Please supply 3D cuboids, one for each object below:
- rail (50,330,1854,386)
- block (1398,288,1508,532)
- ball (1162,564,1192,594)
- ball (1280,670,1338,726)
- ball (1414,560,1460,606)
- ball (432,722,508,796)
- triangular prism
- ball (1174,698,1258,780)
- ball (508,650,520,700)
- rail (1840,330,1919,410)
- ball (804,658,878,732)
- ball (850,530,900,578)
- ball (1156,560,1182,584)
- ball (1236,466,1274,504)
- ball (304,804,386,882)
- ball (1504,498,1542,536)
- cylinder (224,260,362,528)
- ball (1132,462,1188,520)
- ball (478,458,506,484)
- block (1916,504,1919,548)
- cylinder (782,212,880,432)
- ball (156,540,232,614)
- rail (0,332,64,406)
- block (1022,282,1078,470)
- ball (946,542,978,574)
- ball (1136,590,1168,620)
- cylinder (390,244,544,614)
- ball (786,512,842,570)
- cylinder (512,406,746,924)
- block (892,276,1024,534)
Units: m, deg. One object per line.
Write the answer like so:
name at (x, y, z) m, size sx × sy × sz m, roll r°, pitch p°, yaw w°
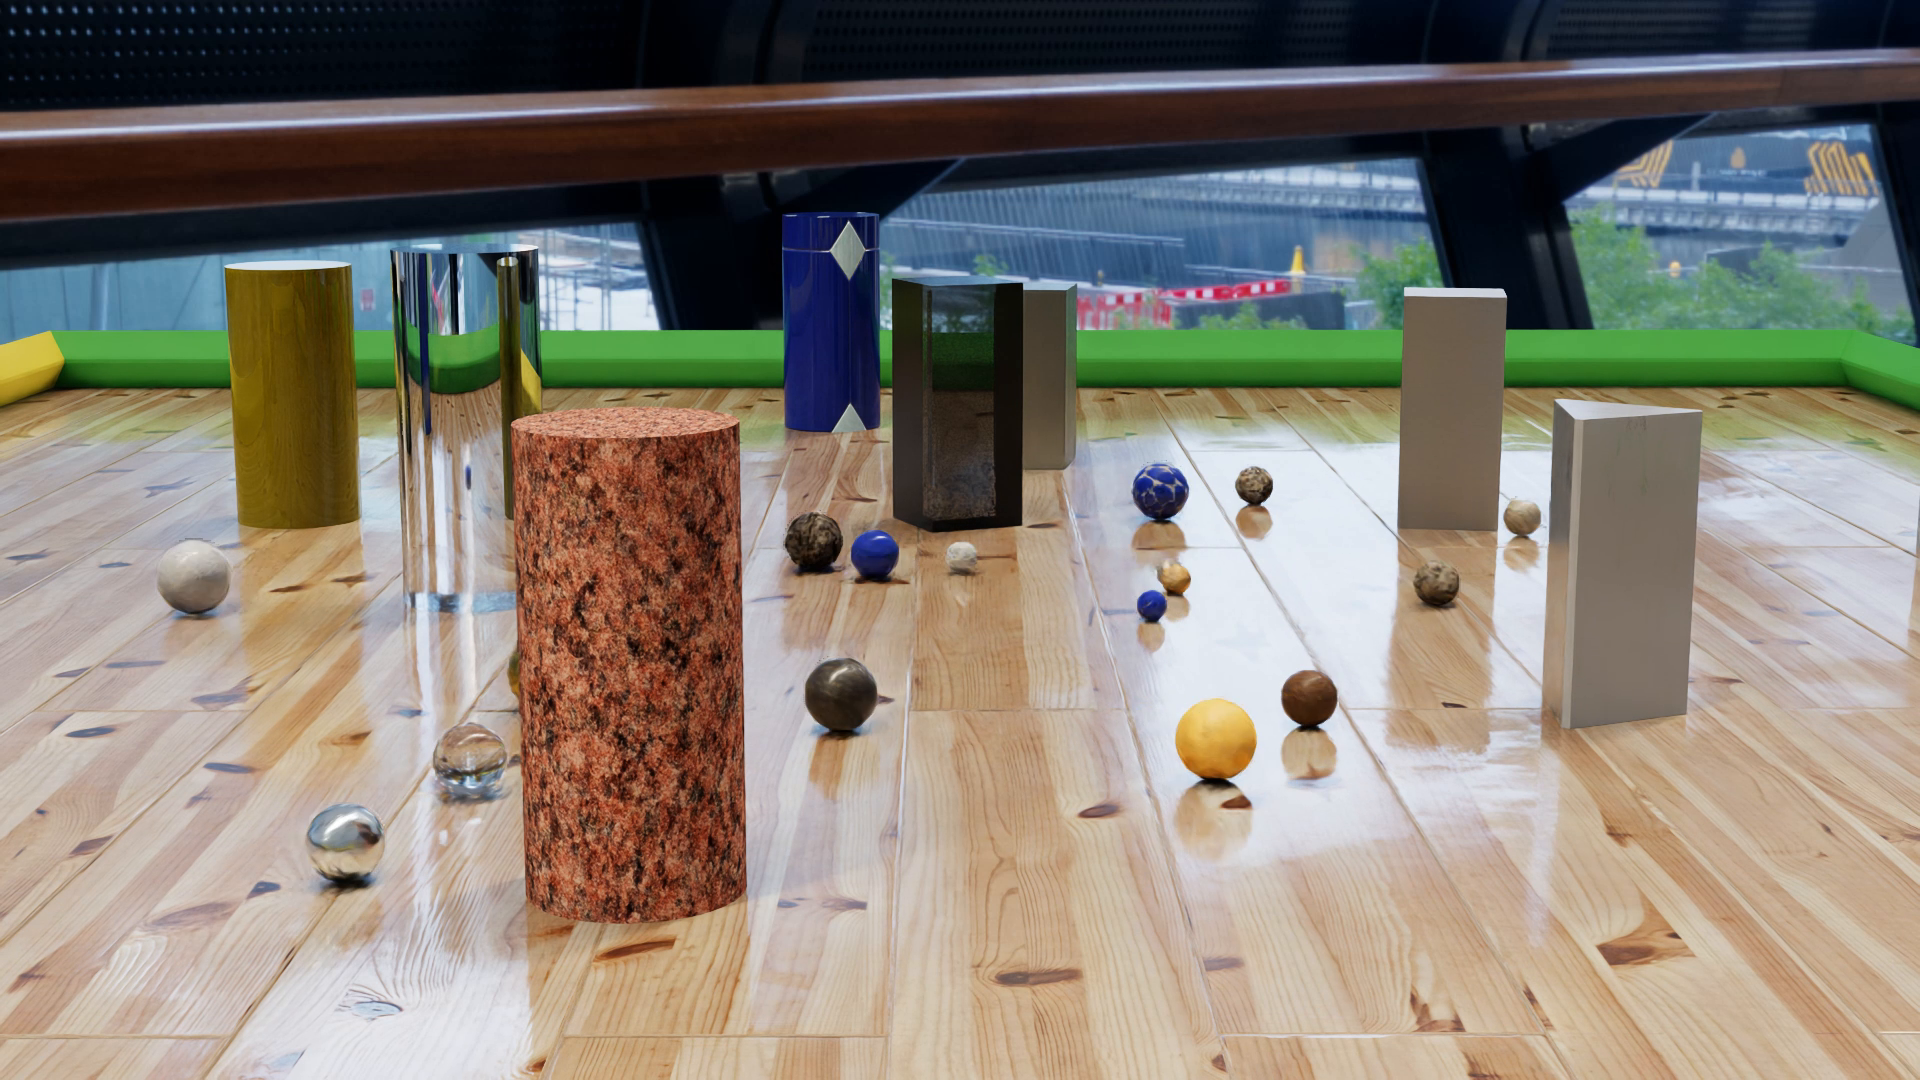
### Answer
rail at (-0.014, -0.412, 5.849) m, size 4.123 × 0.128 × 0.045 m, roll 0°, pitch 10°, yaw 0°
block at (0.786, -0.212, 4.112) m, size 0.157 × 0.370 × 0.157 m, roll 2°, pitch 11°, yaw 9°
ball at (0.301, 0.055, 3.572) m, size 0.042 × 0.042 × 0.042 m, roll 0°, pitch 10°, yaw 0°
ball at (0.389, 0.176, 2.859) m, size 0.064 × 0.064 × 0.064 m, roll 0°, pitch 10°, yaw 0°
ball at (0.650, 0.058, 3.498) m, size 0.062 × 0.062 × 0.062 m, roll 0°, pitch 10°, yaw 0°
ball at (-0.494, 0.221, 2.585) m, size 0.074 × 0.074 × 0.074 m, roll 0°, pitch 10°, yaw 0°
triangular prism at (0.719, 0.021, 2.919) m, size 0.170 × 0.347 × 0.148 m, roll -5°, pitch 12°, yaw -24°
ball at (0.264, 0.206, 2.642) m, size 0.084 × 0.084 × 0.084 m, roll 0°, pitch 10°, yaw 0°
ball at (-0.472, 0.152, 2.926) m, size 0.086 × 0.086 × 0.086 m, roll 0°, pitch 10°, yaw 0°
rail at (2.038, 0.031, 3.460) m, size 0.045 × 0.128 × 4.929 m, roll 0°, pitch 10°, yaw 0°
ball at (-0.132, 0.171, 2.838) m, size 0.082 × 0.082 × 0.082 m, roll 0°, pitch 10°, yaw 0°
ball at (-0.122, 0.021, 3.679) m, size 0.070 × 0.070 × 0.070 m, roll 0°, pitch 10°, yaw 0°
ball at (0.297, 0.047, 3.618) m, size 0.040 × 0.040 × 0.040 m, roll 0°, pitch 10°, yaw 0°
ball at (0.494, -0.092, 4.304) m, size 0.064 × 0.064 × 0.064 m, roll 0°, pitch 10°, yaw 0°
ball at (-0.554, 0.273, 2.314) m, size 0.071 × 0.071 × 0.071 m, roll 0°, pitch 10°, yaw 0°
ball at (0.880, -0.035, 4.013) m, size 0.059 × 0.059 × 0.059 m, roll 0°, pitch 10°, yaw 0°
cylinder at (-1.073, -0.237, 4.136) m, size 0.197 × 0.411 × 0.197 m, roll 0°, pitch 10°, yaw 0°
ball at (0.325, -0.079, 4.159) m, size 0.092 × 0.092 × 0.092 m, roll 0°, pitch 10°, yaw 0°
ball at (-0.823, -0.122, 4.508) m, size 0.048 × 0.048 × 0.048 m, roll 0°, pitch 10°, yaw 0°
block at (1.550, -0.096, 3.837) m, size 0.157 × 0.241 × 0.157 m, roll -1°, pitch 11°, yaw -5°
cylinder at (-0.260, -0.445, 5.207) m, size 0.197 × 0.429 × 0.197 m, roll 0°, pitch 10°, yaw 0°
ball at (-1.028, 0.050, 3.443) m, size 0.098 × 0.098 × 0.098 m, roll 0°, pitch 10°, yaw 0°
rail at (-2.038, 0.035, 3.437) m, size 0.045 × 0.128 × 4.929 m, roll 0°, pitch 10°, yaw 0°
block at (0.127, -0.304, 4.727) m, size 0.157 × 0.327 × 0.157 m, roll 2°, pitch 11°, yaw 10°
ball at (0.003, 0.025, 3.717) m, size 0.047 × 0.047 × 0.047 m, roll 0°, pitch 10°, yaw 0°
ball at (0.254, 0.087, 3.402) m, size 0.041 × 0.041 × 0.041 m, roll 0°, pitch 10°, yaw 0°
cylinder at (-0.669, -0.157, 3.505) m, size 0.197 × 0.482 × 0.197 m, roll 0°, pitch 10°, yaw 0°
ball at (-0.213, 0.002, 3.745) m, size 0.084 × 0.084 × 0.084 m, roll 0°, pitch 10°, yaw 0°
cylinder at (-0.290, 0.105, 2.262) m, size 0.197 × 0.421 × 0.197 m, roll 0°, pitch 10°, yaw 0°
block at (-0.005, -0.221, 4.109) m, size 0.157 × 0.389 × 0.157 m, roll -5°, pitch 12°, yaw -24°
